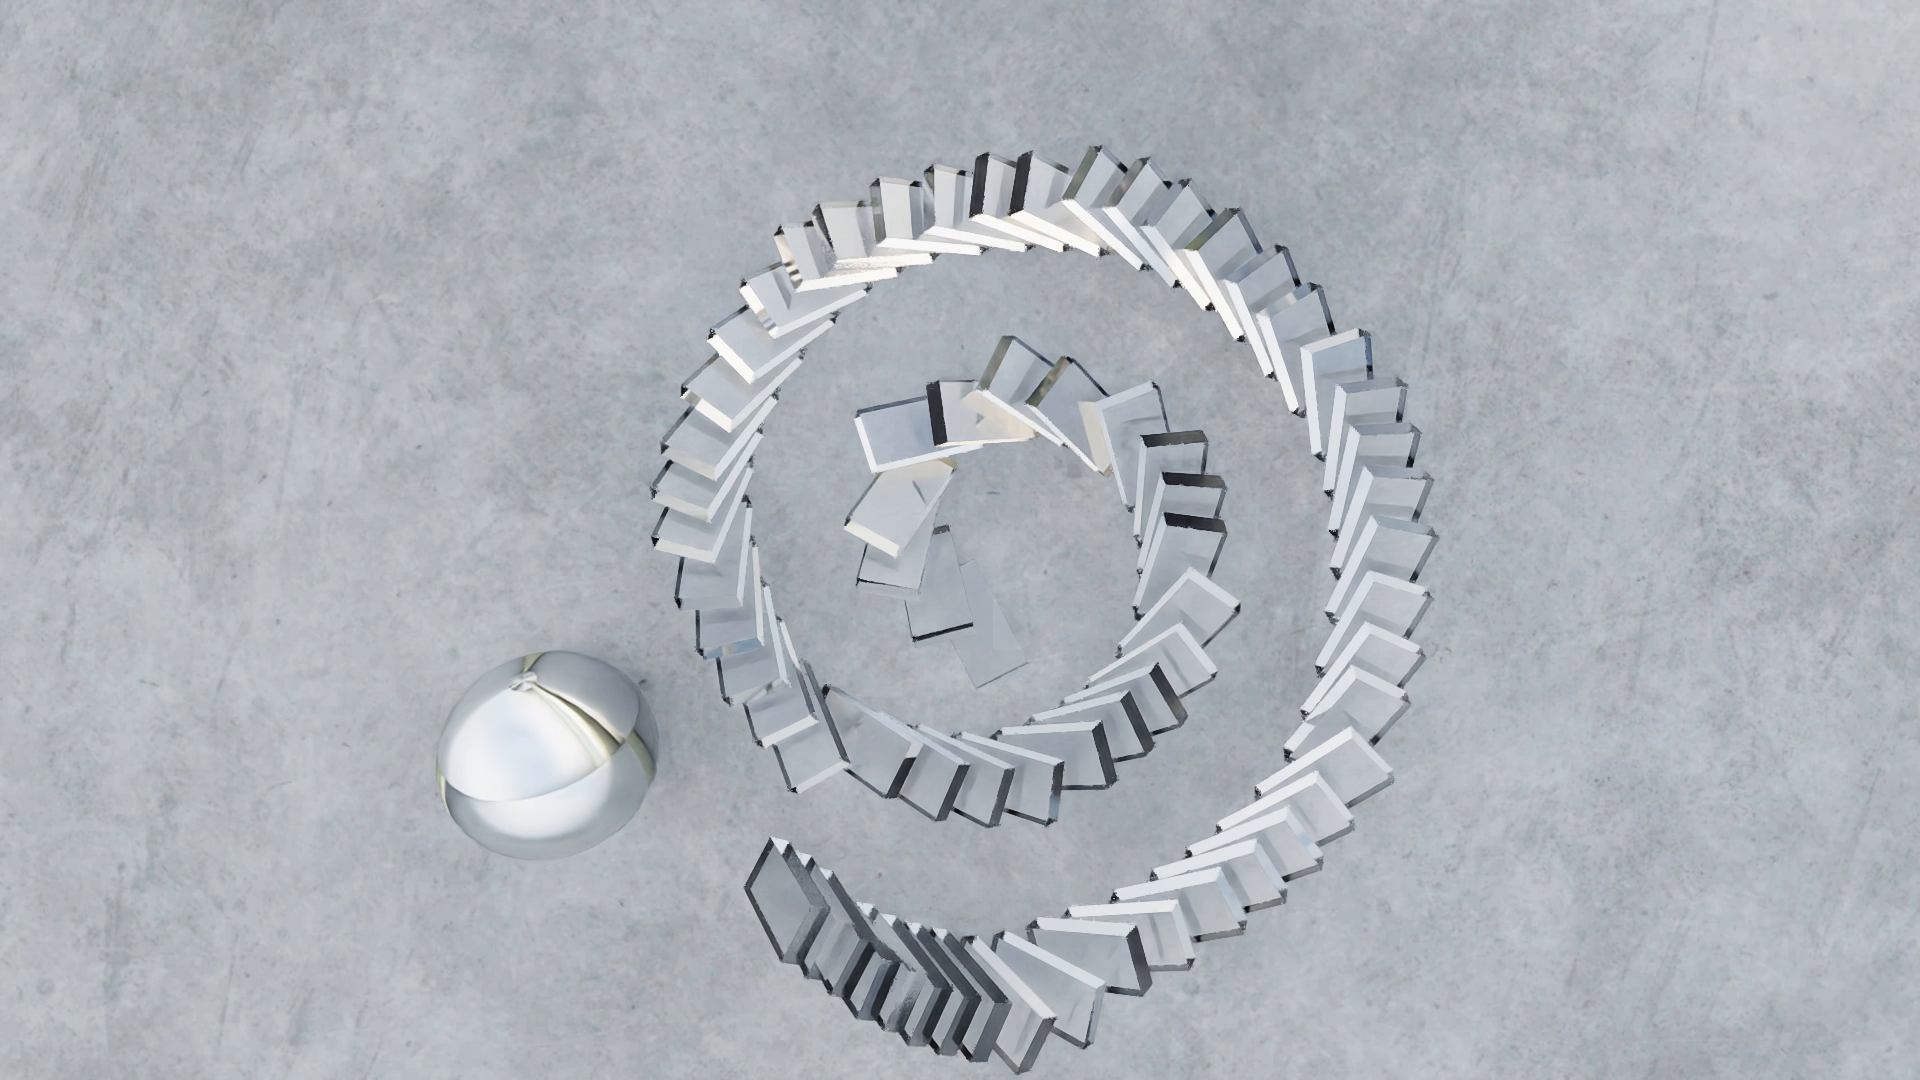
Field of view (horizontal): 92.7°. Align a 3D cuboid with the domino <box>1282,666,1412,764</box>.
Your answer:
[{"bbox_3d":[0.161,0.078,0.383,0.025,0.009,0.050,26,119,-2],"label":"domino"}]

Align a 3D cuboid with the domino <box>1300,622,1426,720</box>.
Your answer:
[{"bbox_3d":[0.168,0.061,0.384,0.025,0.010,0.050,24,118,0],"label":"domino"}]

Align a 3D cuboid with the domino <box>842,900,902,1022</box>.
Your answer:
[{"bbox_3d":[-0.044,0.170,0.376,0.010,0.050,0.025,25,88,-34],"label":"domino"}]

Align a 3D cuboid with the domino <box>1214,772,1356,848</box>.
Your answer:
[{"bbox_3d":[0.136,0.120,0.385,0.050,0.010,0.025,-39,90,26],"label":"domino"}]

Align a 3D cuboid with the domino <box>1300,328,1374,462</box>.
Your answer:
[{"bbox_3d":[0.159,-0.060,0.384,0.025,0.010,0.050,-18,119,0],"label":"domino"}]

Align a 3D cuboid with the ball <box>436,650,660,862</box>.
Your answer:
[{"bbox_3d":[-0.160,0.084,0.360,0.080,0.080,0.080,0,90,0],"label":"ball"}]

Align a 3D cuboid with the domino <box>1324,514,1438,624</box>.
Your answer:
[{"bbox_3d":[0.175,0.015,0.383,0.025,0.010,0.050,11,122,-1],"label":"domino"}]

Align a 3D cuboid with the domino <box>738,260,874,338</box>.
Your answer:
[{"bbox_3d":[-0.064,-0.106,0.384,0.050,0.010,0.025,-35,90,-29],"label":"domino"}]

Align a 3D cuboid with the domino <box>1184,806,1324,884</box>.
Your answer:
[{"bbox_3d":[0.122,0.133,0.382,0.050,0.010,0.025,-36,92,31],"label":"domino"}]

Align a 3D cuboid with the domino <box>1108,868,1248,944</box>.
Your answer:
[{"bbox_3d":[0.090,0.155,0.383,0.050,0.009,0.025,-26,94,31],"label":"domino"}]

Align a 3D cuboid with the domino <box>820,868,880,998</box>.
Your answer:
[{"bbox_3d":[-0.053,0.160,0.377,0.010,0.050,0.025,28,90,-33],"label":"domino"}]

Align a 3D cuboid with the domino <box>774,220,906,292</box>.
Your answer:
[{"bbox_3d":[-0.049,-0.120,0.382,0.050,0.010,0.025,-20,87,-32],"label":"domino"}]

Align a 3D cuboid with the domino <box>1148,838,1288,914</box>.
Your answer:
[{"bbox_3d":[0.107,0.144,0.382,0.050,0.009,0.025,-31,94,31],"label":"domino"}]

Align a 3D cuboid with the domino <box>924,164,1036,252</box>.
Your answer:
[{"bbox_3d":[0.009,-0.138,0.383,0.050,0.010,0.025,0,90,-31],"label":"domino"}]

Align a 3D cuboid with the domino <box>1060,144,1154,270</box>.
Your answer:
[{"bbox_3d":[0.068,-0.138,0.383,0.050,0.010,0.025,29,90,-32],"label":"domino"}]

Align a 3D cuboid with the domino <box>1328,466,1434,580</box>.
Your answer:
[{"bbox_3d":[0.175,-0.006,0.382,0.025,0.010,0.050,3,123,-3],"label":"domino"}]

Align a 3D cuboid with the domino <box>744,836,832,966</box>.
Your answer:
[{"bbox_3d":[-0.072,0.147,0.377,0.009,0.050,0.025,28,90,-33],"label":"domino"}]

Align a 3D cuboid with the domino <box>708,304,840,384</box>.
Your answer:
[{"bbox_3d":[-0.077,-0.090,0.383,0.025,0.009,0.050,46,60,0],"label":"domino"}]

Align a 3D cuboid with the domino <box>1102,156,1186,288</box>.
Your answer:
[{"bbox_3d":[0.084,-0.131,0.382,0.050,0.009,0.025,36,87,-32],"label":"domino"}]

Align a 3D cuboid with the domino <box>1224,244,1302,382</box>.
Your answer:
[{"bbox_3d":[0.132,-0.094,0.383,0.025,0.010,0.050,-36,121,0],"label":"domino"}]

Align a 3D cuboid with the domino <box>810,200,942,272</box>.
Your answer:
[{"bbox_3d":[-0.034,-0.127,0.381,0.050,0.009,0.025,-16,85,-32],"label":"domino"}]

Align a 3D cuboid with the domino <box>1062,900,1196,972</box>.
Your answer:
[{"bbox_3d":[0.070,0.166,0.384,0.050,0.009,0.025,-17,90,30],"label":"domino"}]

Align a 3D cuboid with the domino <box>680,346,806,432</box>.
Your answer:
[{"bbox_3d":[-0.090,-0.070,0.383,0.025,0.010,0.050,36,58,1],"label":"domino"}]

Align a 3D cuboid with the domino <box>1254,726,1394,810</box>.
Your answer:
[{"bbox_3d":[0.152,0.103,0.384,0.025,0.010,0.050,46,117,0],"label":"domino"}]

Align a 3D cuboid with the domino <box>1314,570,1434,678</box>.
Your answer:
[{"bbox_3d":[0.172,0.039,0.384,0.025,0.010,0.050,17,119,0],"label":"domino"}]

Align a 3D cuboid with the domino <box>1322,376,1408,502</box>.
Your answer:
[{"bbox_3d":[0.168,-0.042,0.382,0.025,0.009,0.050,-8,123,-1],"label":"domino"}]

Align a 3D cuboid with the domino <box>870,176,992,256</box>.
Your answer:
[{"bbox_3d":[-0.012,-0.135,0.383,0.050,0.009,0.025,-6,88,-31],"label":"domino"}]

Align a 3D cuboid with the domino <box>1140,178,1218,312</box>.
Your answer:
[{"bbox_3d":[0.099,-0.122,0.382,0.050,0.010,0.025,40,85,-32],"label":"domino"}]

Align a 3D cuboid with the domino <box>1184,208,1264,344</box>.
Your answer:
[{"bbox_3d":[0.116,-0.110,0.383,0.025,0.009,0.050,-44,121,-2],"label":"domino"}]

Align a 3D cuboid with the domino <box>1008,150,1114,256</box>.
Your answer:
[{"bbox_3d":[0.045,-0.139,0.382,0.050,0.010,0.025,11,87,-34],"label":"domino"}]

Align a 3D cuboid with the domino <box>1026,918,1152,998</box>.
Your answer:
[{"bbox_3d":[0.053,0.172,0.380,0.050,0.010,0.025,-15,90,39],"label":"domino"}]

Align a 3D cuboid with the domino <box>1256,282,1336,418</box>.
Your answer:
[{"bbox_3d":[0.145,-0.079,0.383,0.025,0.009,0.050,-32,120,0],"label":"domino"}]

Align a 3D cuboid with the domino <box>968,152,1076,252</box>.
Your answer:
[{"bbox_3d":[0.028,-0.140,0.382,0.050,0.010,0.025,7,89,-34],"label":"domino"}]

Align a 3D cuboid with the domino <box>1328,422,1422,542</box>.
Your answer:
[{"bbox_3d":[0.172,-0.024,0.382,0.025,0.009,0.050,-3,123,-1],"label":"domino"}]

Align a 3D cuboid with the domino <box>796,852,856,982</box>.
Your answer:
[{"bbox_3d":[-0.062,0.153,0.377,0.009,0.050,0.025,28,90,-33],"label":"domino"}]
